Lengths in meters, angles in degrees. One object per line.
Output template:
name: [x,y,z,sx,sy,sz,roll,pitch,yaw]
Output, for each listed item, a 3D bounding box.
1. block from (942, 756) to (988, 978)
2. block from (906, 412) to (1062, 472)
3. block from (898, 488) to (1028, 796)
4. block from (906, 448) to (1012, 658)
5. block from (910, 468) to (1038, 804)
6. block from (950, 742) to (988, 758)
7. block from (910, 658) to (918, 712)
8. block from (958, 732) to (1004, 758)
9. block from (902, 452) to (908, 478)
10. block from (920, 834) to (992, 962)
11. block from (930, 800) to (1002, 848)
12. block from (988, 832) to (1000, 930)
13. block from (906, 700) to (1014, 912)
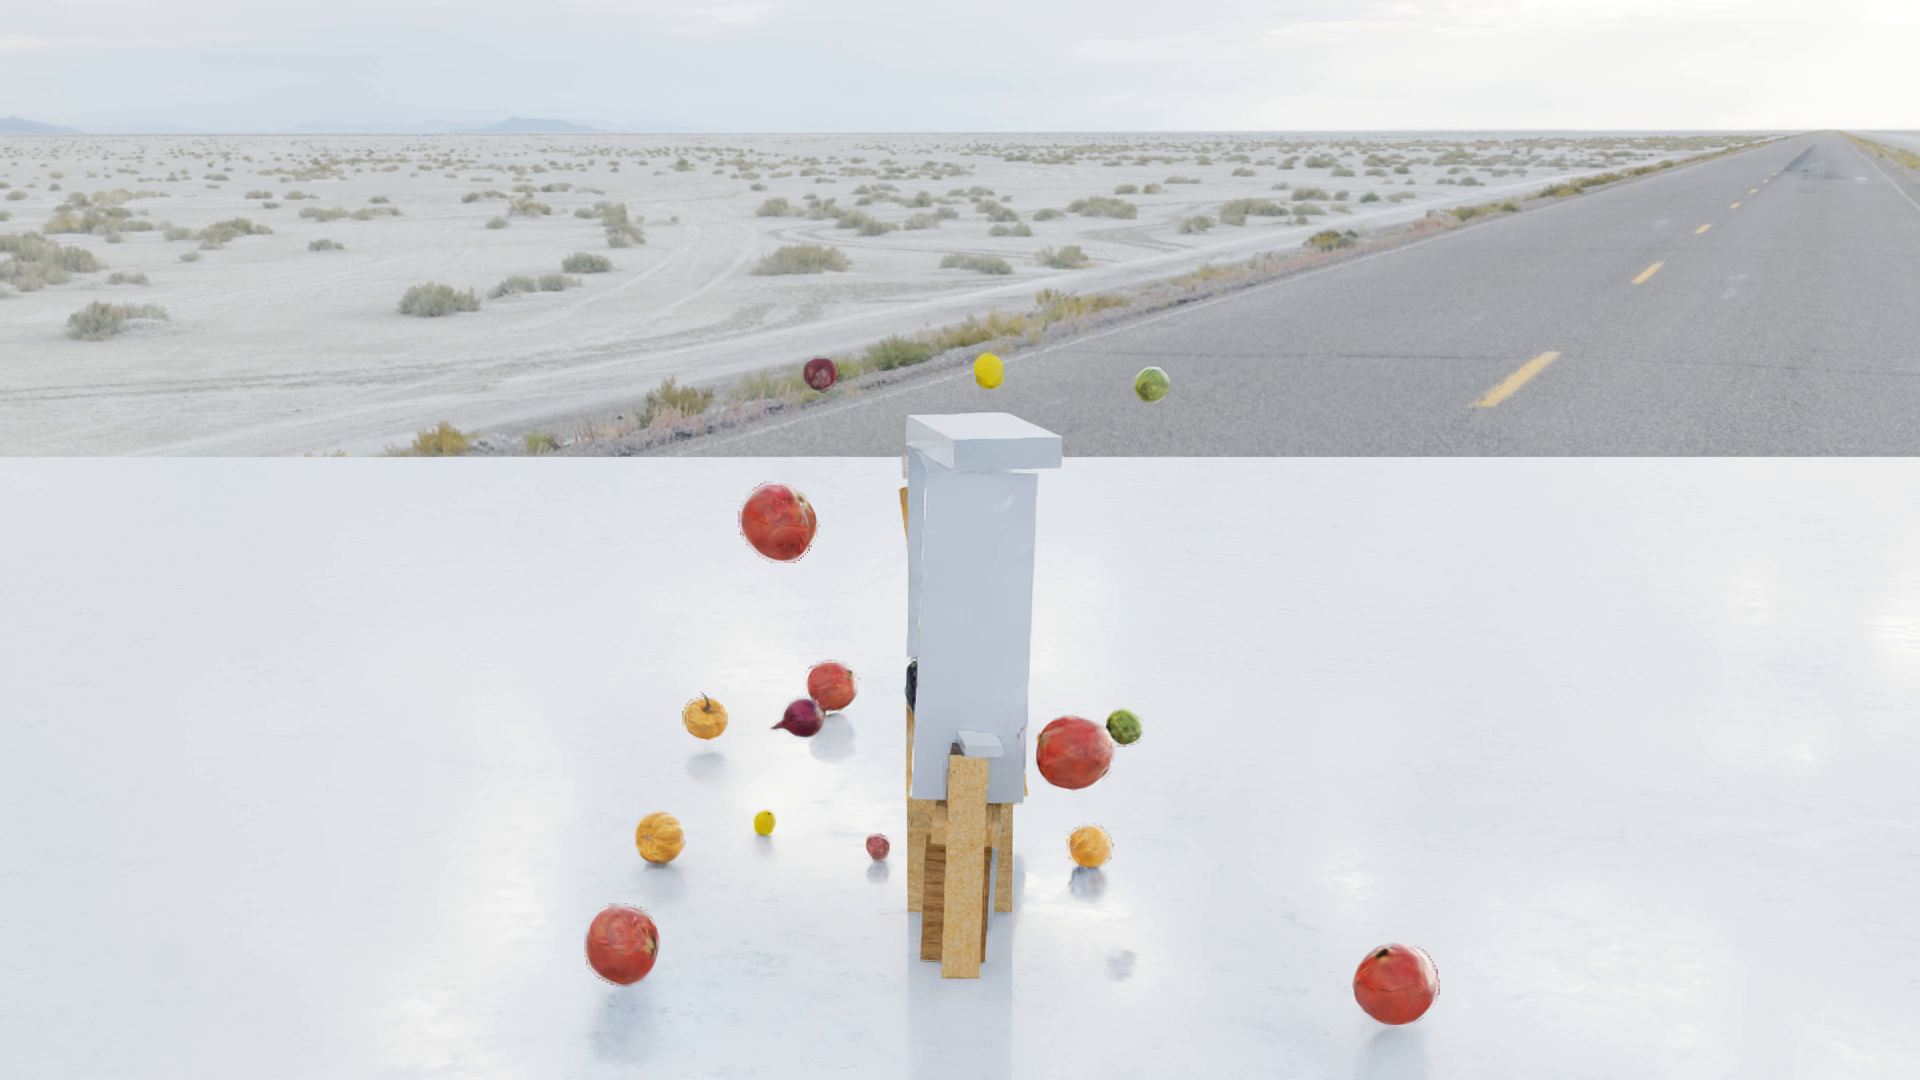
block: [0.007,0.488,3.276,0.057,0.342,0.016,3,12,2]
block: [0.034,-0.160,3.547,0.171,0.049,0.343,-2,10,-13]
block: [0.005,0.186,4.002,0.152,0.585,0.043,-8,-1,-3]
block: [-0.001,0.023,3.634,0.171,0.343,0.049,0,-7,0]
block: [0.022,0.148,3.400,0.171,0.507,0.049,3,-4,-3]
block: [0.012,0.365,3.332,0.057,0.113,0.016,3,-25,-1]
block: [0.005,0.219,3.650,0.172,0.049,0.344,0,11,0]
block: [0.030,0.307,3.305,0.057,0.016,0.113,3,5,-6]
block: [-0.007,-0.144,3.918,0.152,0.043,0.304,0,-4,-10]
block: [-0.006,0.545,3.346,0.100,0.200,0.028,3,20,1]
block: [0.012,0.423,3.373,0.100,0.028,0.200,4,11,2]
block: [0.007,0.520,3.476,0.100,0.200,0.028,3,20,-1]
block: [0.000,0.433,3.574,0.172,0.344,0.049,0,11,0]
